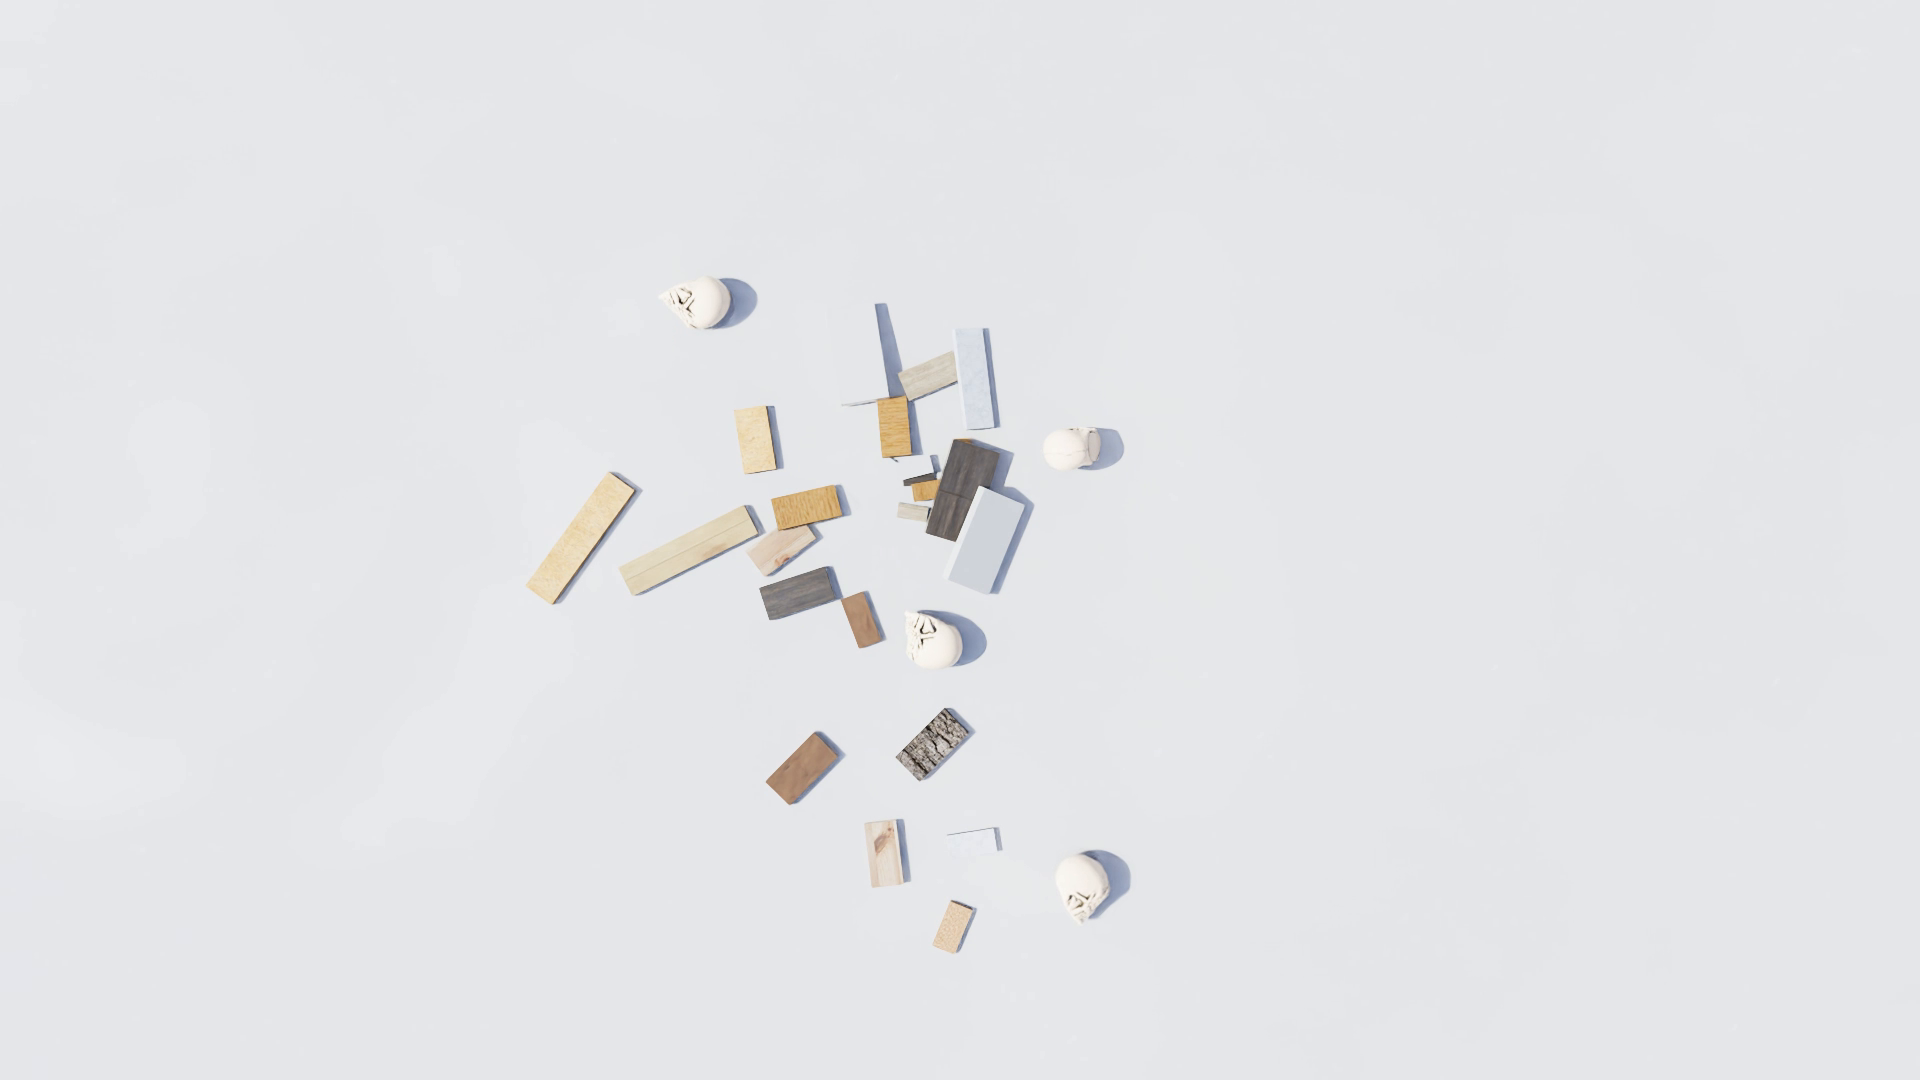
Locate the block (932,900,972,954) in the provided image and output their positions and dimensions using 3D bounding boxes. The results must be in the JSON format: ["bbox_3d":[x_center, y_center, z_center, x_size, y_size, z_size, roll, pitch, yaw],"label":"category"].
[{"bbox_3d":[-0.025,1.289,5.489,0.079,0.022,0.158,23,90,0],"label":"block"}]

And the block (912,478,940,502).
[{"bbox_3d":[-0.098,-0.167,5.476,0.120,0.017,0.060,-10,98,-11],"label":"block"}]

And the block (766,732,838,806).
[{"bbox_3d":[-0.526,0.760,5.484,0.114,0.032,0.229,45,90,0],"label":"block"}]

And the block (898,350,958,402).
[{"bbox_3d":[-0.098,-0.546,5.486,0.197,0.028,0.099,-23,90,0],"label":"block"}]

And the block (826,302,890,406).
[{"bbox_3d":[-0.339,-0.616,5.463,0.162,0.046,0.324,-9,85,0],"label":"block"}]

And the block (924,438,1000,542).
[{"bbox_3d":[0.006,-0.156,5.460,0.162,0.046,0.324,17,92,-8],"label":"block"}]

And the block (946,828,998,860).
[{"bbox_3d":[0.039,1.009,5.489,0.158,0.022,0.079,-9,90,0],"label":"block"}]

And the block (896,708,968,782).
[{"bbox_3d":[-0.093,0.681,5.484,0.229,0.032,0.114,-45,90,0],"label":"block"}]

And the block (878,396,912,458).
[{"bbox_3d":[-0.218,-0.375,5.478,0.099,0.028,0.197,-5,85,0],"label":"block"}]

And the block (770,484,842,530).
[{"bbox_3d":[-0.509,-0.107,5.462,0.213,0.030,0.107,-14,85,-11],"label":"block"}]

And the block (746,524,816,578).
[{"bbox_3d":[-0.596,0.016,5.485,0.214,0.030,0.107,-37,90,0],"label":"block"}]

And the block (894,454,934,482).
[{"bbox_3d":[-0.152,-0.240,5.477,0.120,0.017,0.060,-14,90,0],"label":"block"}]

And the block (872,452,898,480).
[{"bbox_3d":[-0.239,-0.247,5.493,0.101,0.014,0.050,34,90,0],"label":"block"}]

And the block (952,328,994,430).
[{"bbox_3d":[0.044,-0.534,5.469,0.099,0.028,0.334,-7,90,-21],"label":"block"}]

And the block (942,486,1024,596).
[{"bbox_3d":[0.078,0.003,5.443,0.162,0.046,0.324,22,90,-27],"label":"block"}]

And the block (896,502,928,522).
[{"bbox_3d":[-0.158,-0.092,5.493,0.101,0.014,0.050,9,90,0],"label":"block"}]

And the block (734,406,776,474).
[{"bbox_3d":[-0.680,-0.333,5.485,0.107,0.030,0.214,-9,90,0],"label":"block"}]

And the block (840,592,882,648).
[{"bbox_3d":[-0.330,0.266,5.489,0.079,0.022,0.175,-21,90,0],"label":"block"}]

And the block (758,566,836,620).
[{"bbox_3d":[-0.541,0.178,5.484,0.229,0.032,0.114,-18,90,0],"label":"block"}]

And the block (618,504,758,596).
[{"bbox_3d":[-0.903,0.035,5.485,0.466,0.030,0.107,-27,90,0],"label":"block"}]

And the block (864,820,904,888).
[{"bbox_3d":[-0.253,1.042,5.485,0.107,0.030,0.213,-7,90,0],"label":"block"}]

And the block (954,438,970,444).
[{"bbox_3d":[0.009,-0.279,5.490,0.060,0.017,0.120,-5,90,-4],"label":"block"}]

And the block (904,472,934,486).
[{"bbox_3d":[-0.139,-0.205,5.493,0.101,0.014,0.050,-2,90,0],"label":"block"}]

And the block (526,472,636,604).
[{"bbox_3d":[-1.262,-0.006,5.485,0.107,0.030,0.469,36,90,0],"label":"block"}]
